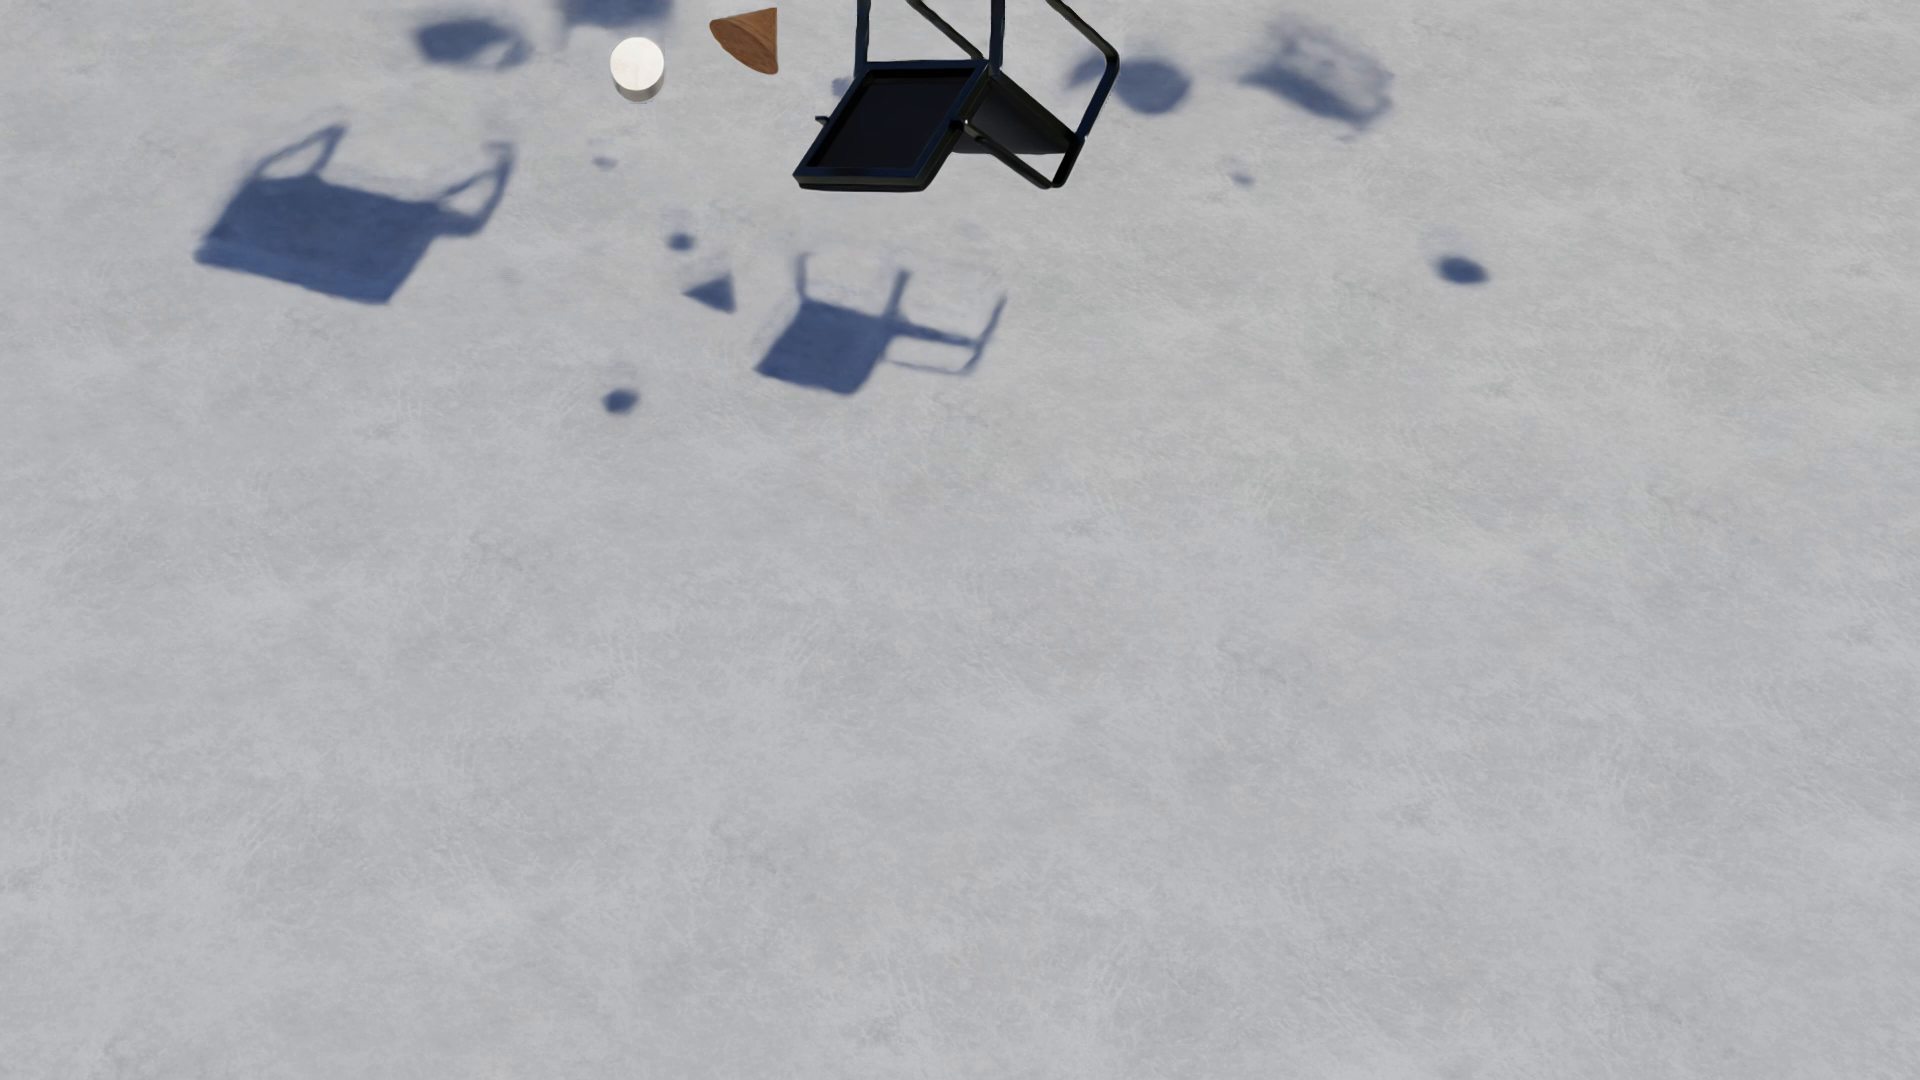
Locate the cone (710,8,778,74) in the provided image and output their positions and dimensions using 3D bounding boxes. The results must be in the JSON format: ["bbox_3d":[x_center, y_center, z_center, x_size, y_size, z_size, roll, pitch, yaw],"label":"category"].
[{"bbox_3d":[-0.668,-1.716,9.802,0.275,0.125,0.265,36,46,-7],"label":"cone"}]

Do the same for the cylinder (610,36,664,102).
[{"bbox_3d":[-0.915,-1.336,8.325,0.147,0.153,0.170,29,-4,-3],"label":"cylinder"}]
